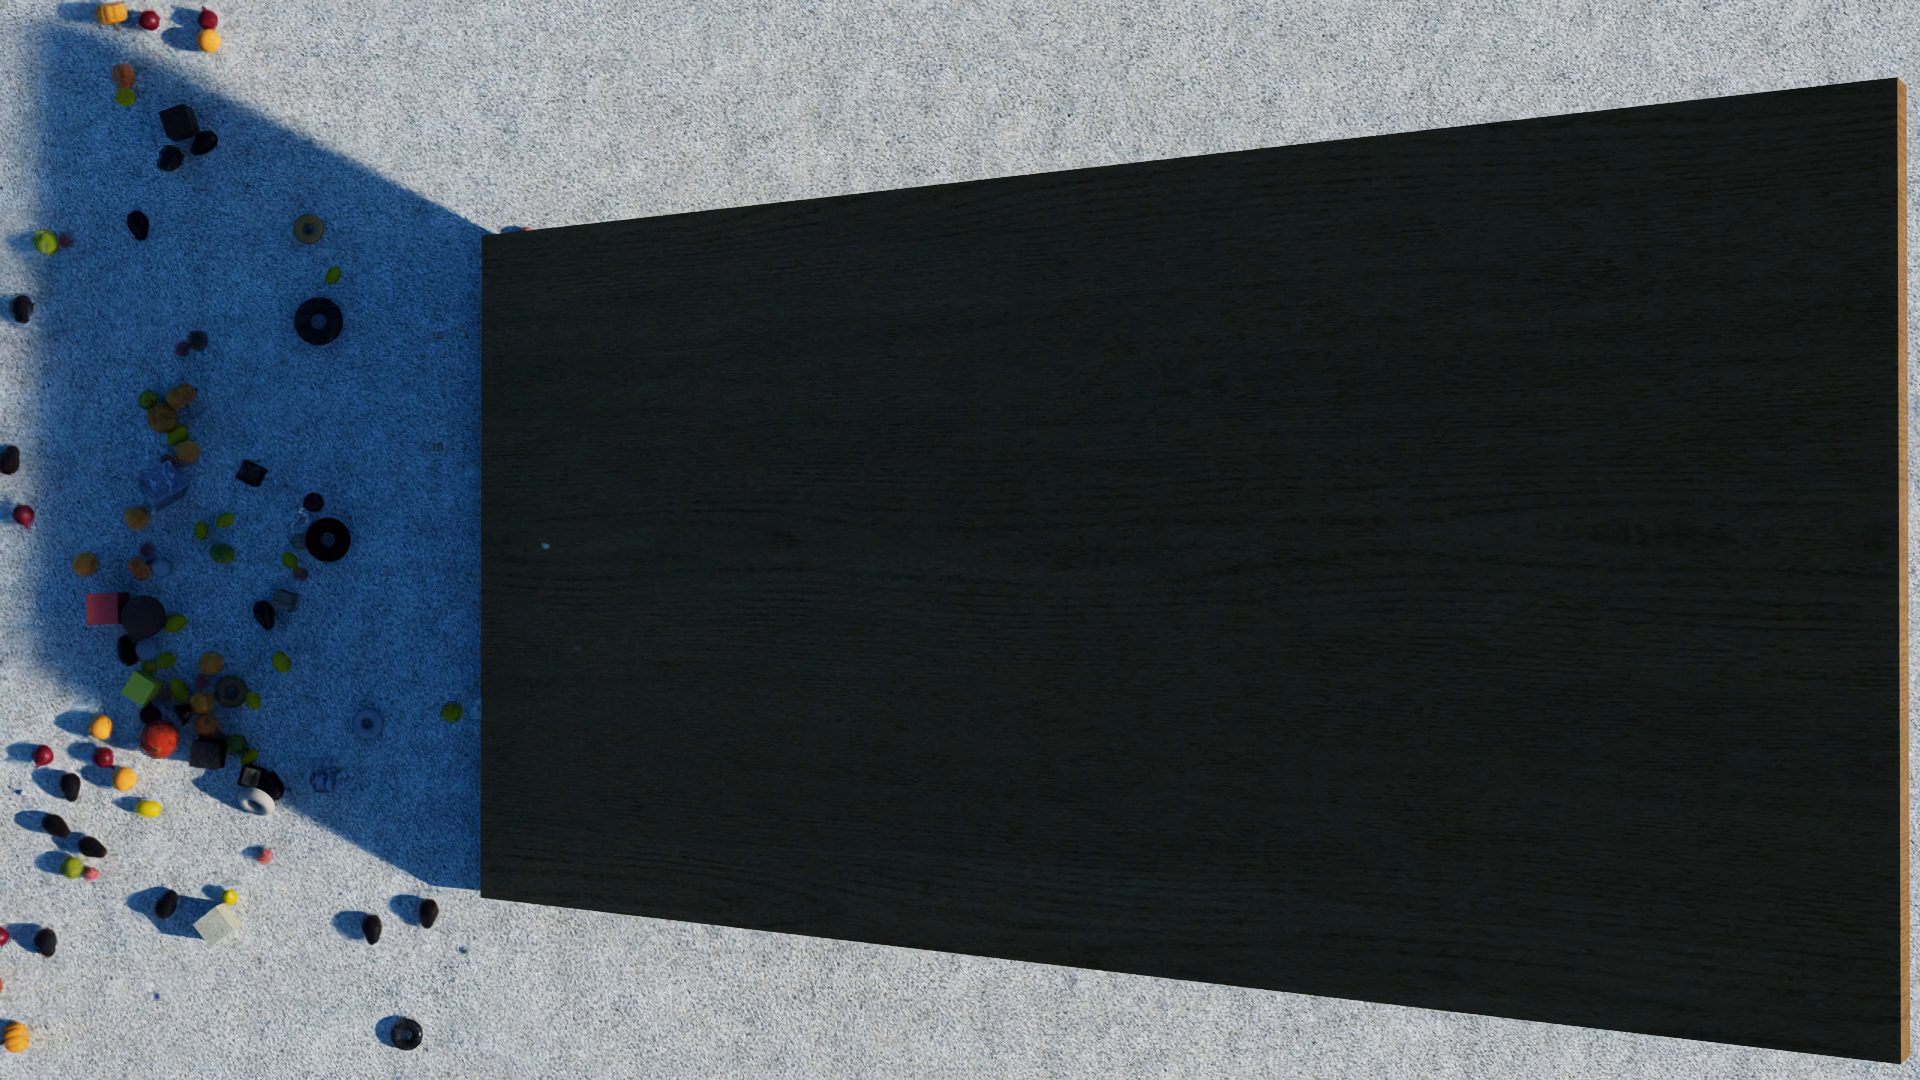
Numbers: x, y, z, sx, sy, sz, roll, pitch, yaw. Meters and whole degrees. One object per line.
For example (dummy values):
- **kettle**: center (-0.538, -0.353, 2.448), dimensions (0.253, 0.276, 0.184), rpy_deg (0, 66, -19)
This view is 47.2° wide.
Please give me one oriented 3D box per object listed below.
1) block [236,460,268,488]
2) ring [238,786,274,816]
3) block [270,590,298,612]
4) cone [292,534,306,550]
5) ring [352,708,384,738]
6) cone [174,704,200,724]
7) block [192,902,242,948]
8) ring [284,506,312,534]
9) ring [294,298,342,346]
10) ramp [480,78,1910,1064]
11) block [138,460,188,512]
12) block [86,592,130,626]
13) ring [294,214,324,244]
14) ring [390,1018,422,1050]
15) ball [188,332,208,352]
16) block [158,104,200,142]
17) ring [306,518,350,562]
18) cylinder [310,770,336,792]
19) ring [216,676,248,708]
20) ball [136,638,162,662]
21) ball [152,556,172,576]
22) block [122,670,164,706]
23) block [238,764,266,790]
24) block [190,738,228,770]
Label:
- **block**: center (-2.157, -0.202, 6.698), dimensions (0.060, 0.060, 0.060), rpy_deg (27, 90, 0)
- **ring**: center (-2.136, 0.793, 6.670), dimensions (0.117, 0.117, 0.039), rpy_deg (21, 49, 0)
- **block**: center (-2.057, 0.186, 6.696), dimensions (0.057, 0.057, 0.057), rpy_deg (15, 90, 0)
- **cone**: center (-2.019, 0.004, 6.699), dimensions (0.053, 0.053, 0.053), rpy_deg (0, 90, 0)
- **ring**: center (-1.806, 0.559, 6.706), dimensions (0.094, 0.031, 0.094), rpy_deg (0, 90, -1)
- **cone**: center (-2.348, 0.516, 6.706), dimensions (0.071, 0.071, 0.071), rpy_deg (-31, 90, -27)
- **block**: center (-2.252, 1.166, 6.672), dimensions (0.088, 0.088, 0.088), rpy_deg (-39, 90, 0)
- **ring**: center (-2.018, -0.058, 6.712), dimensions (0.087, 0.029, 0.087), rpy_deg (0, 90, -1)
- **ring**: center (-1.956, -0.667, 6.707), dimensions (0.147, 0.049, 0.147), rpy_deg (0, 89, -1)
- **ramp**: center (0.255, 0.070, 5.590), dimensions (4.000, 0.100, 2.000), rpy_deg (0, 89, 33)
- **block**: center (-2.415, -0.163, 6.660), dimensions (0.098, 0.098, 0.098), rpy_deg (-36, 90, -30)
- **block**: center (-2.587, 0.208, 6.677), dimensions (0.094, 0.094, 0.094), rpy_deg (-3, 90, 0)
- **ring**: center (-1.990, -0.950, 6.719), dimensions (0.094, 0.031, 0.094), rpy_deg (0, 90, 1)
- **ring**: center (-1.684, 1.506, 6.697), dimensions (0.098, 0.033, 0.098), rpy_deg (0, 91, 1)
- **ball**: center (-2.321, -0.604, 6.703), dimensions (0.056, 0.056, 0.056), rpy_deg (0, 90, 0)
- **block**: center (-2.375, -1.270, 6.697), dimensions (0.080, 0.080, 0.080), rpy_deg (-18, 90, 0)
- **ring**: center (-1.927, 0.000, 6.704), dimensions (0.136, 0.045, 0.136), rpy_deg (0, 90, -1)
- **cylinder**: center (-1.936, 0.733, 6.689), dimensions (0.062, 0.062, 0.062), rpy_deg (0, 90, 0)
- **ring**: center (-2.222, 0.463, 6.706), dimensions (0.098, 0.033, 0.098), rpy_deg (0, 90, -1)
- **ball**: center (-2.466, 0.333, 6.685), dimensions (0.075, 0.075, 0.075), rpy_deg (0, 90, 0)
- **ball**: center (-2.429, 0.081, 6.695), dimensions (0.060, 0.060, 0.060), rpy_deg (0, 90, 0)
- **block**: center (-2.483, 0.450, 6.683), dimensions (0.077, 0.077, 0.077), rpy_deg (32, 90, 0)
- **block**: center (-2.153, 0.721, 6.690), dimensions (0.060, 0.060, 0.060), rpy_deg (17, 90, 0)
- **block**: center (-2.283, 0.650, 6.680), dimensions (0.080, 0.080, 0.080), rpy_deg (8, 90, 0)
